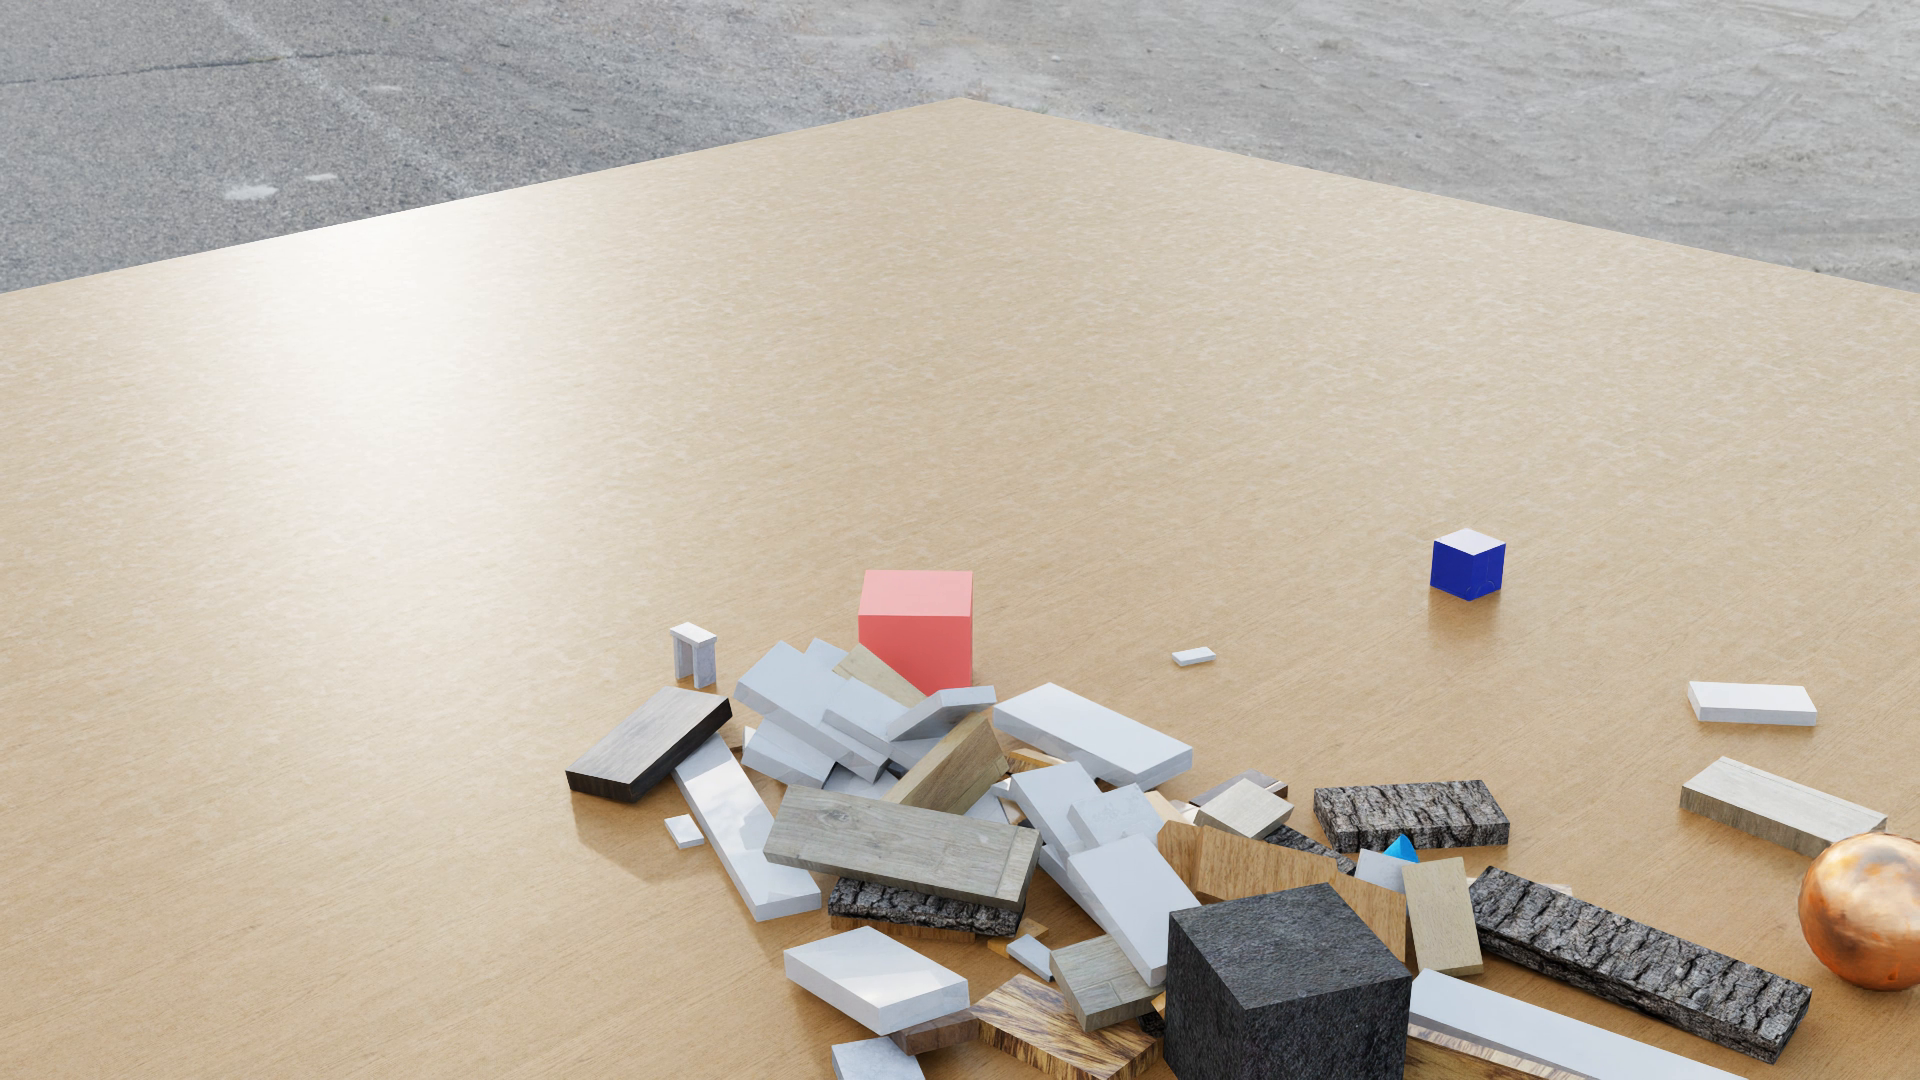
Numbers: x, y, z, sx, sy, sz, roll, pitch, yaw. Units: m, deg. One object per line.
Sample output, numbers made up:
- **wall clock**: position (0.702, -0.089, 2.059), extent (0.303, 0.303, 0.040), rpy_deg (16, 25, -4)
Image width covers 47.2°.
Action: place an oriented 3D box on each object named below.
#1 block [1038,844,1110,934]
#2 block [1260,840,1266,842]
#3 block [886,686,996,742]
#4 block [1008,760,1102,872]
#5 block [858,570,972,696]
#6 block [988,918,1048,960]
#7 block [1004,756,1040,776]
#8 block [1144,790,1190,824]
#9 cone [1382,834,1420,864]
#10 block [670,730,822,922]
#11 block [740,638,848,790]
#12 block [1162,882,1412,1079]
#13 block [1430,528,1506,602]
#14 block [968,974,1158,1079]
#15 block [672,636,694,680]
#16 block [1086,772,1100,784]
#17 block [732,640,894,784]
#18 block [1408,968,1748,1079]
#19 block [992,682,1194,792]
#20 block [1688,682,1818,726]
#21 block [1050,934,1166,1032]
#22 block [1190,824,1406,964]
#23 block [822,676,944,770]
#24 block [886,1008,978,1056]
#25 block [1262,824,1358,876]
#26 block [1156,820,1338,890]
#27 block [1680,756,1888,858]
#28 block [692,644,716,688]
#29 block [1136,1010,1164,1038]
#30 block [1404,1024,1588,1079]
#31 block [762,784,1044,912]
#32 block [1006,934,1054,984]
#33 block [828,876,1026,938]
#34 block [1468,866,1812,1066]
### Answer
- **block**: position (0.293, 0.652, 4.092), extent (0.146, 0.041, 0.293), rpy_deg (-16, 40, -33)
- **block**: position (0.576, 0.618, 4.149), extent (0.227, 0.032, 0.113), rpy_deg (36, 26, 28)
- **block**: position (-0.039, 0.345, 4.361), extent (0.121, 0.034, 0.242), rpy_deg (-3, -20, -30)
- **block**: position (0.240, 0.557, 4.148), extent (0.146, 0.041, 0.364), rpy_deg (-9, 37, -25)
- **block**: position (-0.096, 0.228, 4.914), extent (0.242, 0.242, 0.242), rpy_deg (1, 23, 2)
- **block**: position (0.107, 0.729, 4.024), extent (0.054, 0.015, 0.107), rpy_deg (21, 31, 40)
- **block**: position (0.090, 0.464, 4.526), extent (0.212, 0.030, 0.106), rpy_deg (11, -12, 40)
- **block**: position (0.405, 0.567, 4.183), extent (0.113, 0.032, 0.227), rpy_deg (-3, 37, -45)
- **cone**: position (0.797, 0.642, 4.170), extent (0.135, 0.135, 0.135), rpy_deg (-21, 16, 21)
- **block**: position (-0.458, 0.550, 4.419), extent (0.127, 0.036, 0.744), rpy_deg (-9, 25, -20)
- **block**: position (-0.300, 0.365, 4.581), extent (0.172, 0.049, 0.394), rpy_deg (24, 37, 4)
- **block**: position (0.524, 0.775, 3.566), extent (0.287, 0.287, 0.287), rpy_deg (-7, 24, -17)
- **block**: position (1.261, 0.060, 5.461), extent (0.124, 0.124, 0.124), rpy_deg (-17, 29, -35)
- **block**: position (0.170, 0.840, 3.727), extent (0.299, 0.042, 0.149), rpy_deg (18, 29, 37)
- **block**: position (-0.627, 0.260, 5.014), extent (0.015, 0.104, 0.052), rpy_deg (21, 31, 41)
- **block**: position (0.247, 0.486, 4.523), extent (0.064, 0.018, 0.129), rpy_deg (17, 7, 11)
- **block**: position (-0.276, 0.351, 4.528), extent (0.344, 0.049, 0.172), rpy_deg (30, 37, 12)
- **block**: position (1.163, 0.897, 3.597), extent (0.924, 0.039, 0.137), rpy_deg (15, 27, 31)
- **block**: position (0.276, 0.414, 4.633), extent (0.172, 0.049, 0.417), rpy_deg (-19, 29, -39)
- **block**: position (1.750, 0.362, 4.864), extent (0.247, 0.035, 0.124), rpy_deg (2, 23, 5)
- **block**: position (0.323, 0.731, 3.766), extent (0.305, 0.043, 0.153), rpy_deg (-13, 39, -17)
- **block**: position (0.606, 0.643, 3.932), extent (0.394, 0.043, 0.153), rpy_deg (20, 42, -5)
- **block**: position (-0.147, 0.381, 4.483), extent (0.242, 0.034, 0.121), rpy_deg (29, 37, 8)
- **block**: position (-0.076, 0.803, 3.749), extent (0.127, 0.036, 0.255), rpy_deg (-9, 12, -21)
- **block**: position (0.612, 0.585, 4.252), extent (0.310, 0.028, 0.098), rpy_deg (26, 30, 32)
- **block**: position (0.530, 0.628, 3.994), extent (0.345, 0.049, 0.172), rpy_deg (15, 44, -16)
- **block**: position (1.650, 0.544, 4.415), extent (0.348, 0.049, 0.174), rpy_deg (21, 31, 40)
- **block**: position (-0.578, 0.279, 4.969), extent (0.015, 0.104, 0.052), rpy_deg (21, 31, 41)
- **block**: position (0.437, 0.797, 3.832), extent (0.274, 0.039, 0.137), rpy_deg (-5, 23, -11)
- **block**: position (1.200, 0.957, 3.363), extent (1.185, 0.111, 0.031), rpy_deg (13, 26, 28)
- **block**: position (-0.108, 0.571, 4.095), extent (0.504, 0.042, 0.149), rpy_deg (8, 56, 19)
- **block**: position (0.140, 0.751, 3.951), extent (0.054, 0.015, 0.107), rpy_deg (-21, 39, -40)
- **block**: position (-0.060, 0.670, 4.046), extent (0.349, 0.030, 0.106), rpy_deg (5, 23, 11)
- **block**: position (1.176, 0.744, 3.896), extent (0.601, 0.049, 0.174), rpy_deg (19, 34, 33)
